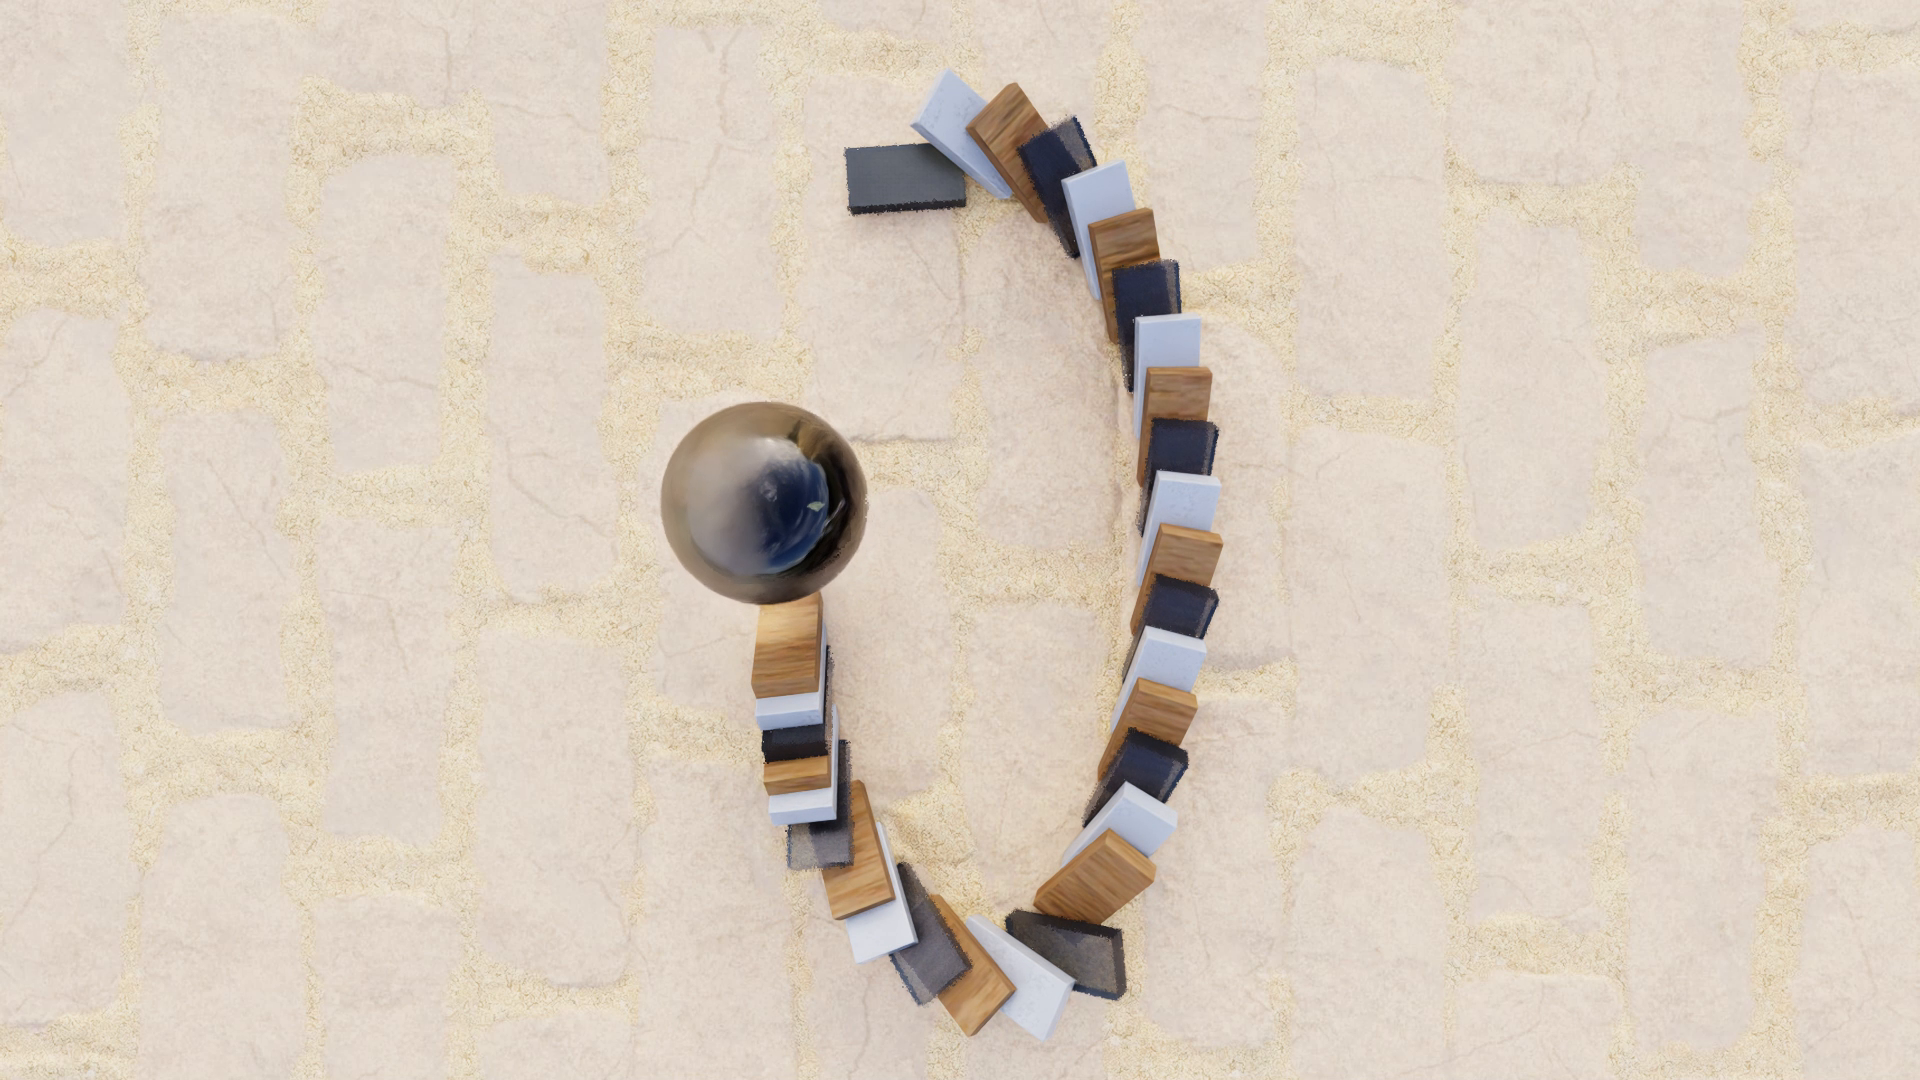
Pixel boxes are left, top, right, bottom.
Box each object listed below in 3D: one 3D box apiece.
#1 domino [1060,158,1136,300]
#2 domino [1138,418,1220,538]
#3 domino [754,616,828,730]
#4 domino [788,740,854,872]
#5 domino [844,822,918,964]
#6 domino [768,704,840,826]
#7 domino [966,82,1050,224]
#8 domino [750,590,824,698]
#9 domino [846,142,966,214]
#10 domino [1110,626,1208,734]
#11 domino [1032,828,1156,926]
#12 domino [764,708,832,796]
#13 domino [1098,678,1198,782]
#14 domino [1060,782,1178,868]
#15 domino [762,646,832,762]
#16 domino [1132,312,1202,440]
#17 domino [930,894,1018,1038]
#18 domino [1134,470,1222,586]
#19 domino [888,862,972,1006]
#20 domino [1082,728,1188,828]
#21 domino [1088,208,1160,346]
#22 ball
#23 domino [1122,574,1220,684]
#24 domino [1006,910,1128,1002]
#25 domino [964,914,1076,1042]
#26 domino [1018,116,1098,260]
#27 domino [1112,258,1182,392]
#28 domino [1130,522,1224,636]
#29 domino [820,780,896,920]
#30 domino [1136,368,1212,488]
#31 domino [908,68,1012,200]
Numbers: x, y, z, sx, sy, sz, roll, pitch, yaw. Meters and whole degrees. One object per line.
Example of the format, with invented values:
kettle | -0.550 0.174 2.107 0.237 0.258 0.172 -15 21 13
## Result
domino | 0.062 -0.130 0.384 0.025 0.009 0.050 -21 117 0
domino | 0.091 -0.025 0.384 0.025 0.010 0.050 3 117 0
domino | -0.069 0.054 0.378 0.025 0.050 0.010 -7 132 0
domino | -0.059 0.110 0.384 0.025 0.009 0.050 -6 61 1
domino | -0.037 0.148 0.384 0.025 0.010 0.050 -21 62 0
domino | -0.064 0.092 0.378 0.025 0.050 0.010 -7 132 0
domino | 0.028 -0.161 0.384 0.025 0.009 0.050 -46 119 0
domino | -0.071 0.041 0.378 0.025 0.050 0.010 -7 132 0
domino | -0.023 -0.156 0.395 0.050 0.010 0.025 -4 90 0
domino | 0.083 0.062 0.385 0.025 0.010 0.050 14 116 0
domino | 0.056 0.145 0.384 0.025 0.010 0.050 38 118 0
domino | -0.066 0.080 0.378 0.025 0.050 0.009 -8 132 -1
domino | 0.078 0.084 0.385 0.025 0.009 0.050 17 116 0
domino | 0.066 0.126 0.384 0.025 0.010 0.050 31 119 0
domino | -0.066 0.067 0.378 0.025 0.050 0.009 -7 132 0
domino | 0.086 -0.068 0.384 0.025 0.009 0.050 -5 117 0
domino | -0.003 0.177 0.383 0.025 0.009 0.050 -48 60 0
domino | 0.091 -0.003 0.384 0.025 0.010 0.050 6 117 0
domino | -0.020 0.164 0.384 0.025 0.009 0.050 -39 61 0
domino | 0.073 0.105 0.384 0.025 0.010 0.050 22 117 0
domino | 0.071 -0.110 0.384 0.025 0.010 0.050 -17 117 0
ball | -0.076 -0.014 0.360 0.080 0.080 0.080 0 90 0
domino | 0.087 0.041 0.385 0.025 0.010 0.050 14 117 0
domino | 0.044 0.172 0.382 0.050 0.010 0.025 -5 91 35
domino | 0.021 0.182 0.383 0.050 0.010 0.025 23 91 31
domino | 0.047 -0.147 0.384 0.025 0.010 0.050 -32 118 0
domino | 0.080 -0.090 0.384 0.025 0.010 0.050 -12 117 0
domino | 0.090 0.019 0.385 0.025 0.009 0.050 11 117 0
domino | -0.046 0.129 0.384 0.025 0.010 0.050 -21 62 0
domino | 0.089 -0.047 0.384 0.025 0.010 0.050 0 117 0
domino | 0.006 -0.169 0.384 0.050 0.009 0.025 30 90 -29
